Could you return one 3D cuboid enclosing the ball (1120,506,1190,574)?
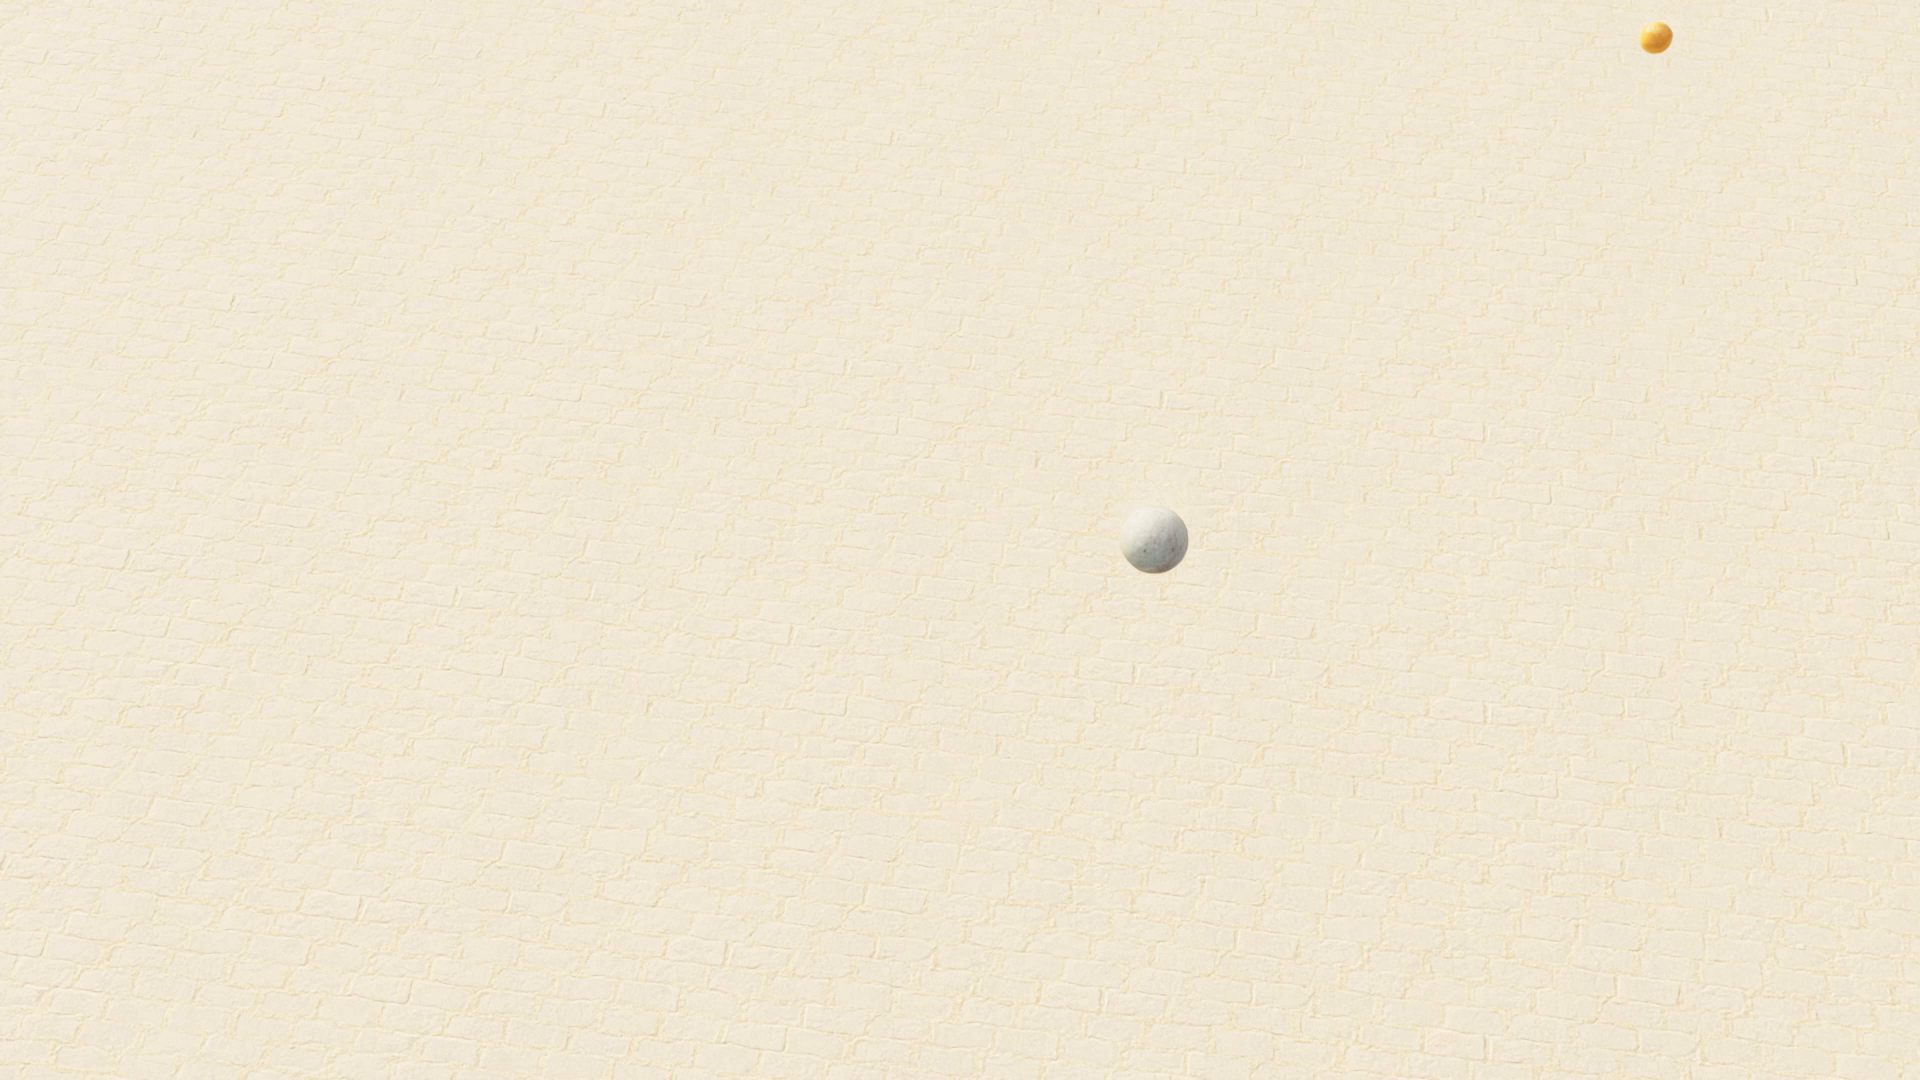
[{"bbox_3d":[0.298,-0.001,3.368,0.106,0.106,0.106,0,56,0],"label":"ball"}]
